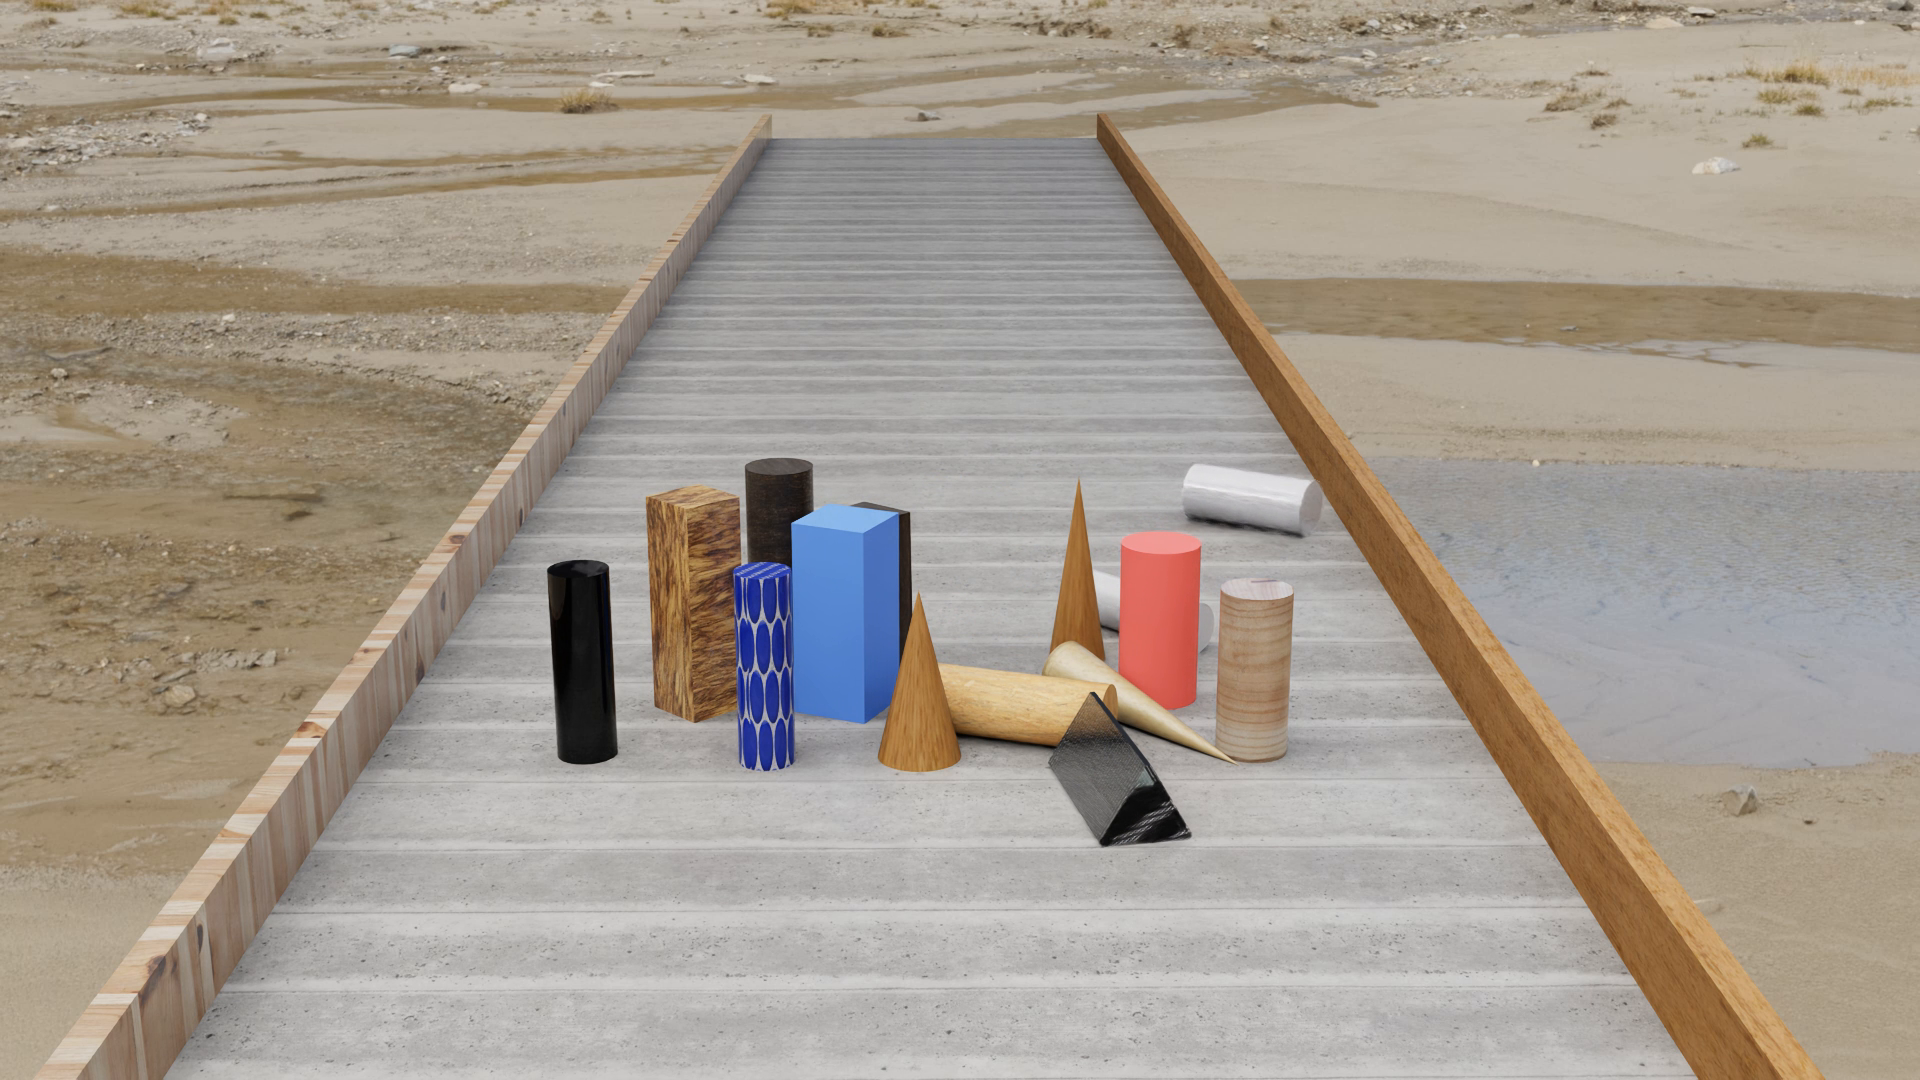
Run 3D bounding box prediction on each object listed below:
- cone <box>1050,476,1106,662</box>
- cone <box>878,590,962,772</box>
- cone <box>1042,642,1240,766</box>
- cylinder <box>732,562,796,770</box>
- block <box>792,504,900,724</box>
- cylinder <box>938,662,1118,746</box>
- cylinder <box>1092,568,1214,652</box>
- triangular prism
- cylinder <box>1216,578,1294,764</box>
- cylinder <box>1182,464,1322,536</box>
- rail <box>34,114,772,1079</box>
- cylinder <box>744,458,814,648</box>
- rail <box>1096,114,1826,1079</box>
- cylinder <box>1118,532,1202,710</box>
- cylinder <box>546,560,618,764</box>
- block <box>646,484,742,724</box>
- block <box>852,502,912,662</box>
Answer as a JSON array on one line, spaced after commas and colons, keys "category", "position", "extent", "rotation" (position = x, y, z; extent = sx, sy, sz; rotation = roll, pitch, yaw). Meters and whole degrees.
[{"category": "cone", "position": [0.234, 0.055, 4.371], "extent": [0.114, 0.381, 0.114], "rotation": [0, 17, 0]}, {"category": "cone", "position": [-0.072, 0.236, 3.885], "extent": [0.149, 0.312, 0.149], "rotation": [0, 17, 0]}, {"category": "cone", "position": [0.347, 0.323, 4.039], "extent": [0.116, 0.116, 0.460], "rotation": [-14, 29, -39]}, {"category": "cylinder", "position": [-0.343, 0.222, 3.860], "extent": [0.101, 0.353, 0.101], "rotation": [0, 17, 0]}, {"category": "block", "position": [-0.212, 0.136, 4.118], "extent": [0.147, 0.370, 0.147], "rotation": [8, 18, 23]}, {"category": "cylinder", "position": [0.083, 0.301, 3.999], "extent": [0.388, 0.124, 0.124], "rotation": [6, 18, 19]}, {"category": "cylinder", "position": [0.367, 0.145, 4.548], "extent": [0.108, 0.108, 0.328], "rotation": [-14, 22, -40]}, {"category": "triangular prism", "position": [0.267, 0.377, 3.712], "extent": [0.154, 0.133, 0.346], "rotation": [-3, 17, -11]}, {"category": "cylinder", "position": [0.523, 0.232, 3.915], "extent": [0.129, 0.304, 0.129], "rotation": [0, 17, 0]}, {"category": "cylinder", "position": [0.707, -0.098, 5.326], "extent": [0.311, 0.132, 0.132], "rotation": [10, 19, 31]}, {"category": "rail", "position": [-1.118, -0.838, 7.780], "extent": [0.050, 0.150, 12.000], "rotation": [0, 17, -1]}, {"category": "cylinder", "position": [-0.356, 0.044, 4.384], "extent": [0.134, 0.396, 0.134], "rotation": [0, 17, 0]}, {"category": "rail", "position": [0.932, -0.844, 7.801], "extent": [0.050, 0.150, 12.000], "rotation": [0, 17, -1]}, {"category": "cylinder", "position": [0.378, 0.152, 4.176], "extent": [0.150, 0.307, 0.150], "rotation": [0, 17, 0]}, {"category": "cylinder", "position": [-0.667, 0.216, 3.892], "extent": [0.108, 0.346, 0.108], "rotation": [0, 17, 0]}, {"category": "block", "position": [-0.492, 0.118, 4.106], "extent": [0.122, 0.413, 0.122], "rotation": [-16, 23, -42]}, {"category": "block", "position": [-0.182, 0.107, 4.282], "extent": [0.125, 0.331, 0.125], "rotation": [13, 21, 40]}]
